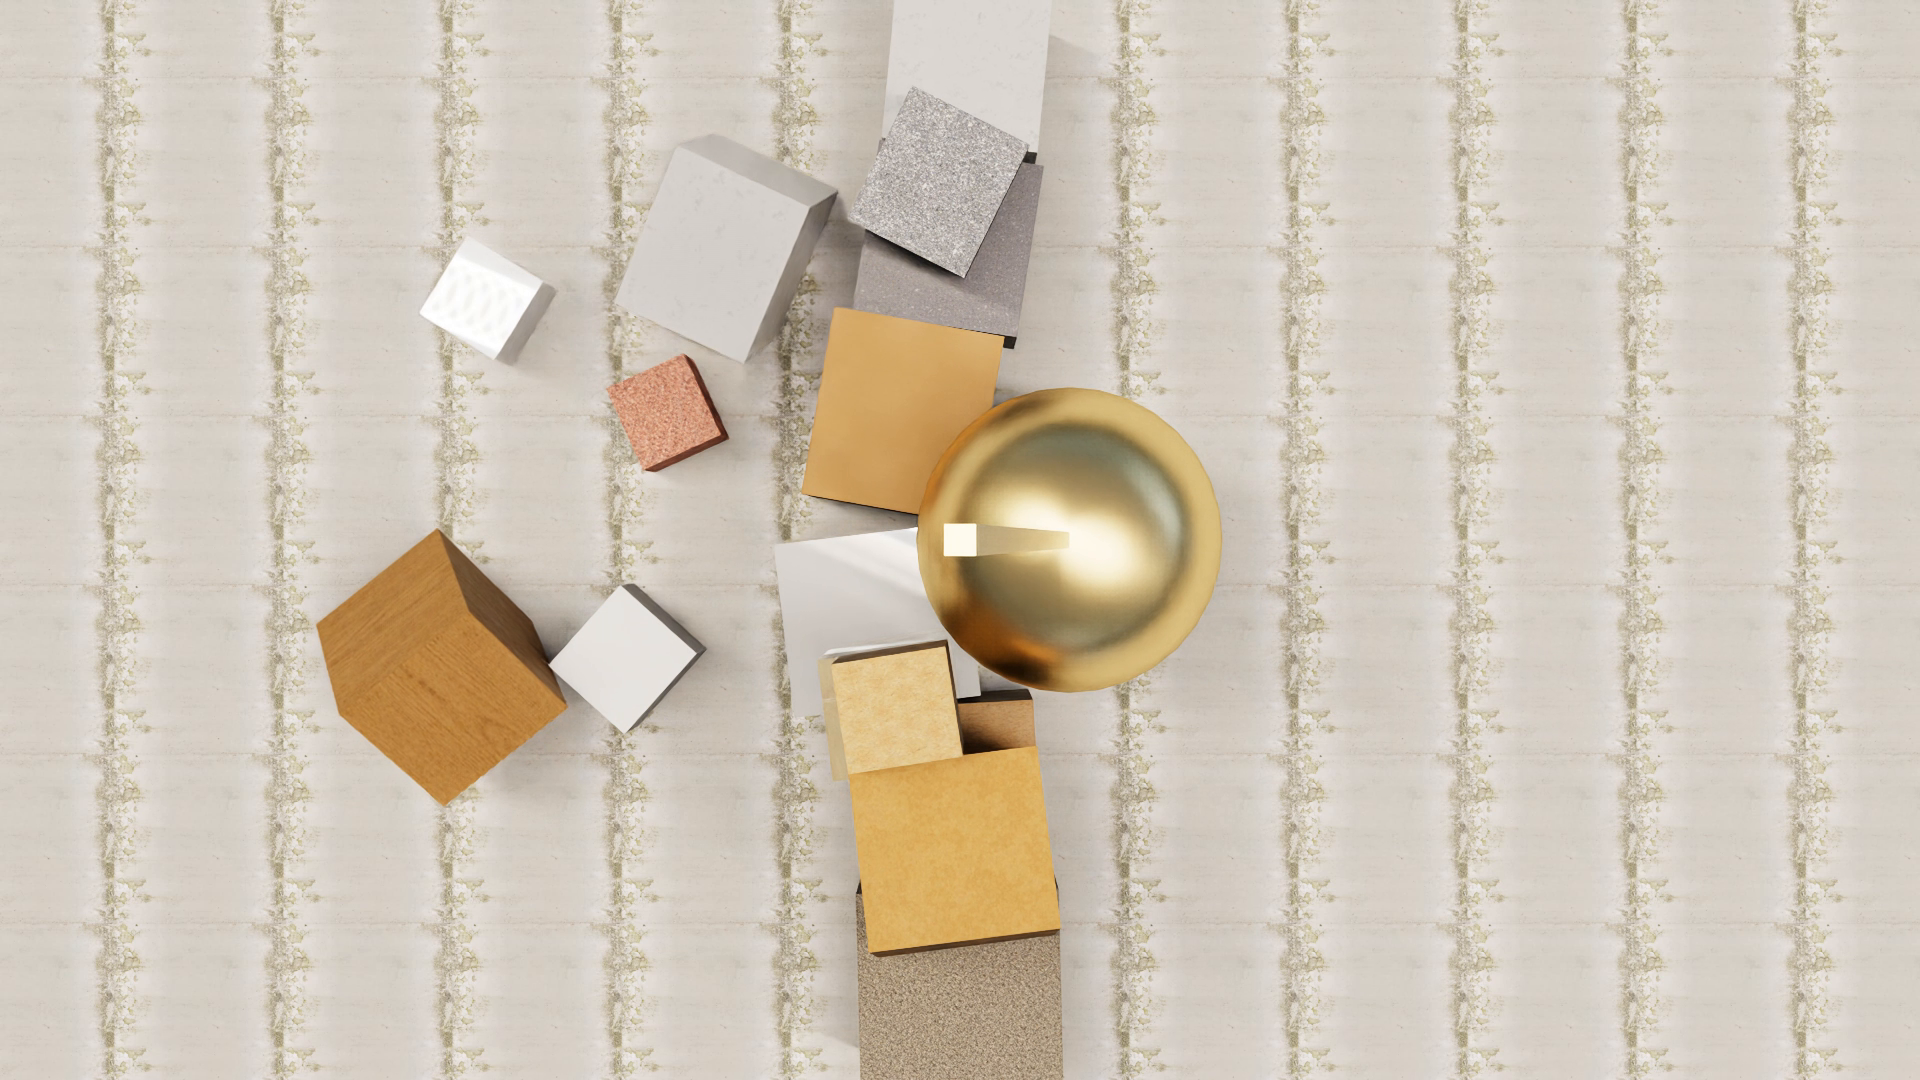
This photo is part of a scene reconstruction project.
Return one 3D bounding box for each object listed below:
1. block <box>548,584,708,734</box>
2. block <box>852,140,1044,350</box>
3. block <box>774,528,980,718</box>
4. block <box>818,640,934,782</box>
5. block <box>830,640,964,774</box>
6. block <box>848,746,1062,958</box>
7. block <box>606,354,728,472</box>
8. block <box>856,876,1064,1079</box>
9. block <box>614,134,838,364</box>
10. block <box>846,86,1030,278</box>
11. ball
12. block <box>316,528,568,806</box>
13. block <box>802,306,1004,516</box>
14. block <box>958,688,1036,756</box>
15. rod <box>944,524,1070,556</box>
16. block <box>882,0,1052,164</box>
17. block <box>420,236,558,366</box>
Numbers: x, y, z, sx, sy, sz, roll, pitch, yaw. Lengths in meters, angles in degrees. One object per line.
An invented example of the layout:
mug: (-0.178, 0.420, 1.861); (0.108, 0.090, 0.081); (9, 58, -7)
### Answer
block: (-1.914, 0.678, 12.731); (0.582, 0.538, 0.613); (42, 90, 0)
block: (-0.066, -1.674, 12.606); (0.927, 0.788, 0.964); (9, 90, 0)
block: (-0.454, 0.440, 12.536); (1.031, 0.928, 0.956); (-7, 90, 0)
block: (-0.407, 0.909, 11.797); (0.606, 0.549, 0.642); (-7, 90, 0)
block: (-0.309, 0.839, 11.193); (0.572, 0.656, 0.550); (-9, 91, 1)
block: (-0.027, 1.649, 11.499); (0.961, 1.016, 0.915); (-7, 78, -1)
block: (-1.689, -0.731, 12.757); (0.486, 0.486, 0.511); (-24, 90, 0)
block: (-0.001, 2.465, 12.481); (1.105, 1.038, 1.105); (-1, 90, 0)
block: (-1.305, -1.664, 12.431); (0.792, 0.911, 0.944); (25, 106, 0)
block: (-0.111, -1.911, 11.824); (0.688, 0.668, 0.771); (26, 96, -2)
ball: (0.568, 0.000, 11.492); (1.600, 1.600, 1.600); (0, 90, 0)
block: (-2.916, 0.705, 12.348); (0.884, 0.985, 0.866); (-39, 126, 0)
block: (-0.315, -0.688, 12.554); (0.953, 0.892, 1.047); (10, 90, 0)
block: (-0.067, 1.403, 12.557); (1.000, 0.886, 0.989); (-3, 90, 0)
rod: (0.246, 0.000, 8.107); (0.080, 5.200, 0.080); (0, 90, 5)
block: (0.039, -2.612, 12.564); (0.864, 0.872, 0.871); (5, 90, 0)
block: (-2.727, -1.381, 12.758); (0.502, 0.484, 0.524); (32, 90, 0)
